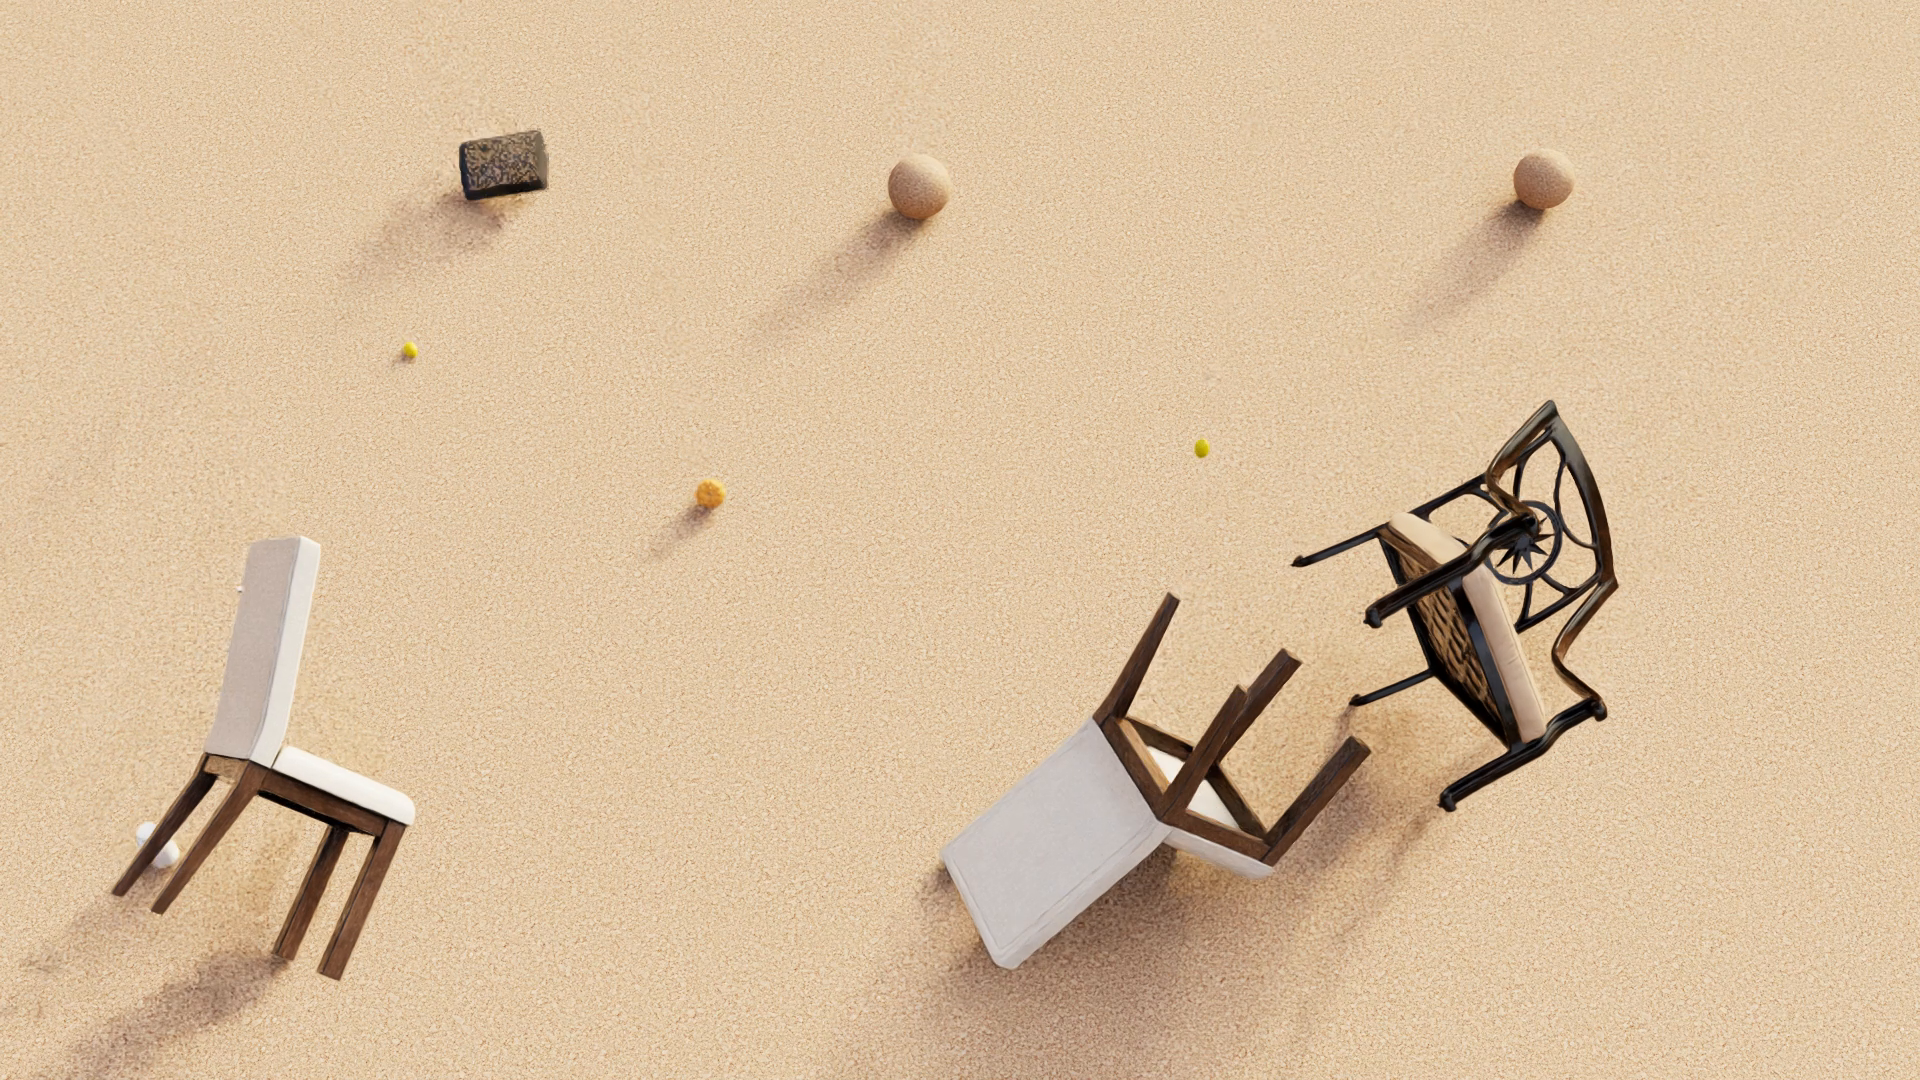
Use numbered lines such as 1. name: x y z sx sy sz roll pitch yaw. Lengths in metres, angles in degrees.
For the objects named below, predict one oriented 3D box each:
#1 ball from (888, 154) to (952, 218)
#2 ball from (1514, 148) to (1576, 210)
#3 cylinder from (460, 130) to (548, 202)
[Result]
1. ball: -0.134 -1.161 7.227 0.209 0.209 0.209 0 56 0
2. ball: 1.926 -1.191 7.254 0.197 0.197 0.197 0 56 0
3. cylinder: -1.514 -1.243 7.298 0.262 0.116 0.206 -8 78 7
